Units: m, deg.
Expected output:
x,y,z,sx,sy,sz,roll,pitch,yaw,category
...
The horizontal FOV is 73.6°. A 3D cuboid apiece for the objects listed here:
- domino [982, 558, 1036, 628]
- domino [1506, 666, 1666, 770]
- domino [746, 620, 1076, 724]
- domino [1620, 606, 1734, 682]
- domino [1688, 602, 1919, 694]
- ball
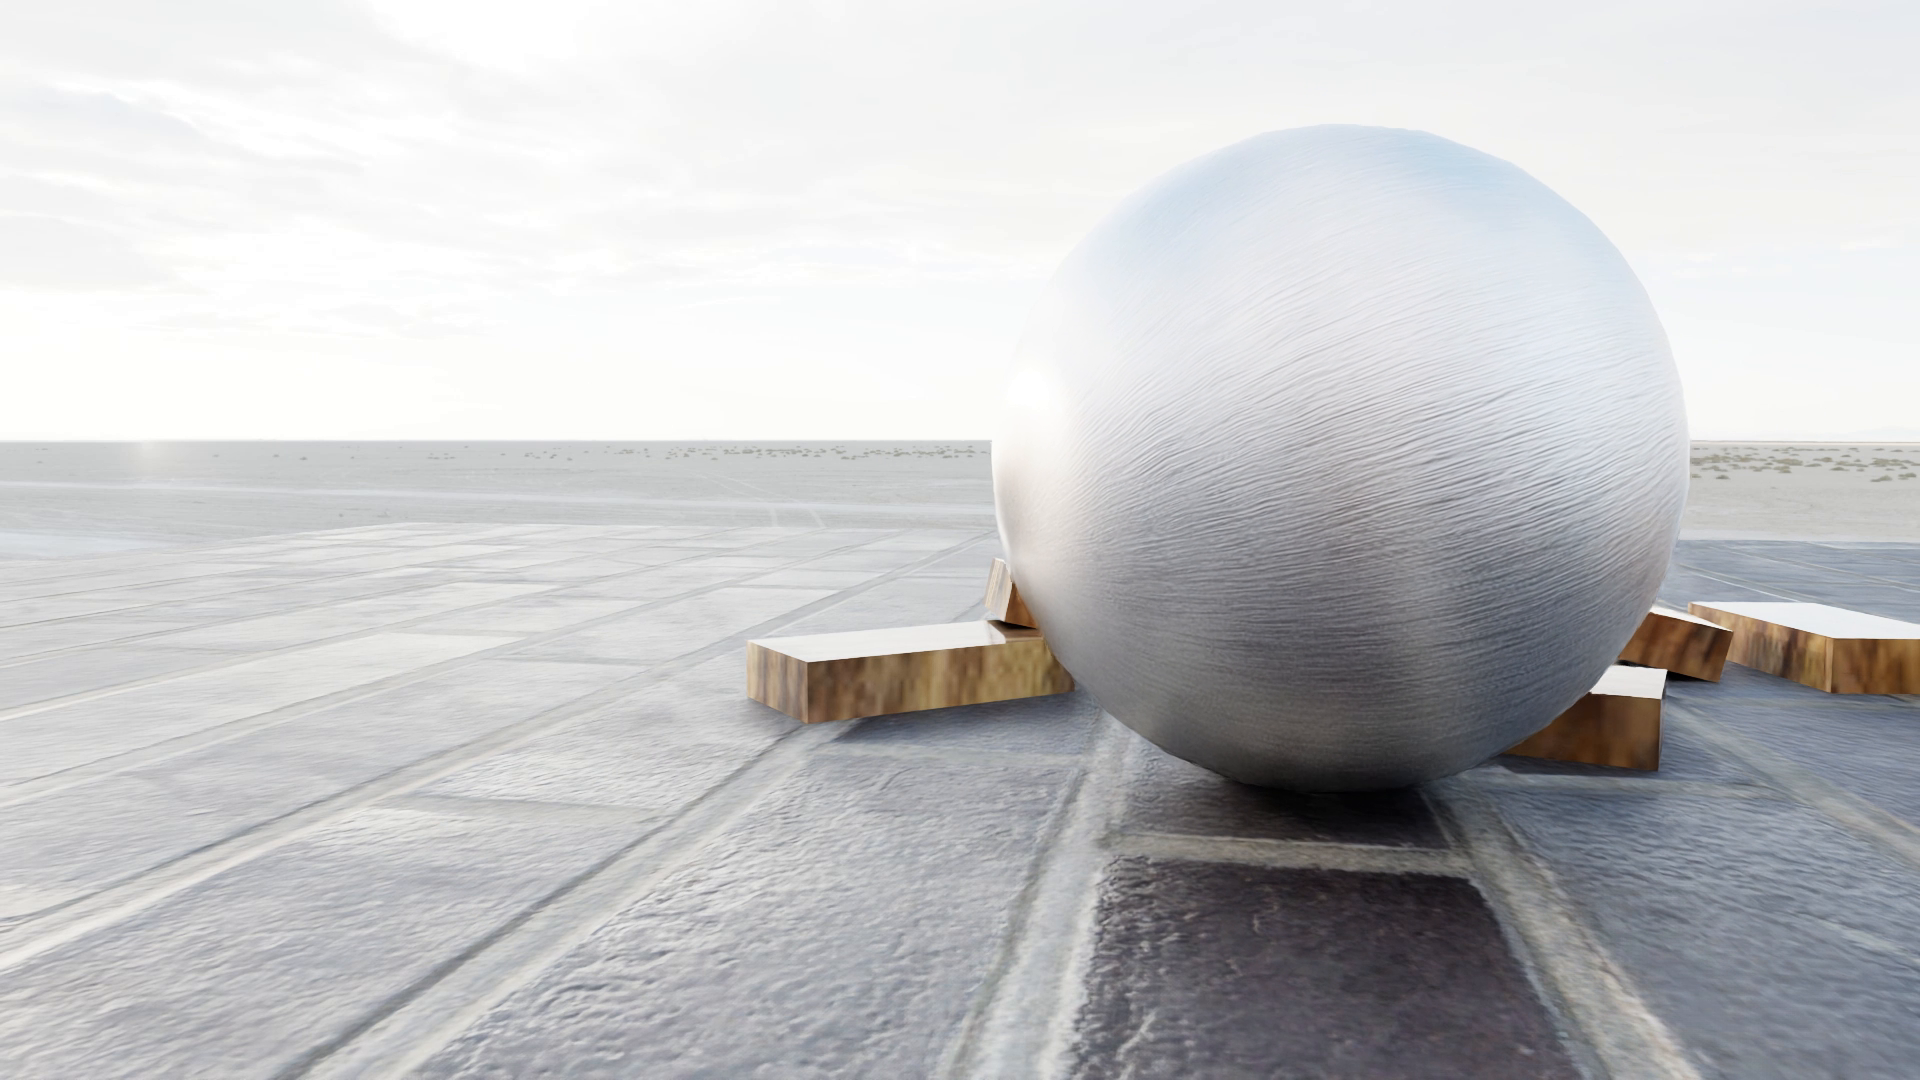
x,y,z,sx,sy,sz,roll,pitch,yaw,category
0.031,0.014,0.244,0.050,0.010,0.025,12,2,-9,domino
0.076,0.024,0.190,0.050,0.010,0.025,3,5,30,domino
-0.008,0.021,0.218,0.050,0.010,0.025,-3,5,-31,domino
0.115,0.014,0.245,0.050,0.010,0.025,14,7,12,domino
0.163,0.020,0.243,0.025,0.010,0.050,0,4,4,domino
0.044,-0.009,0.158,0.080,0.080,0.080,0,4,0,ball
